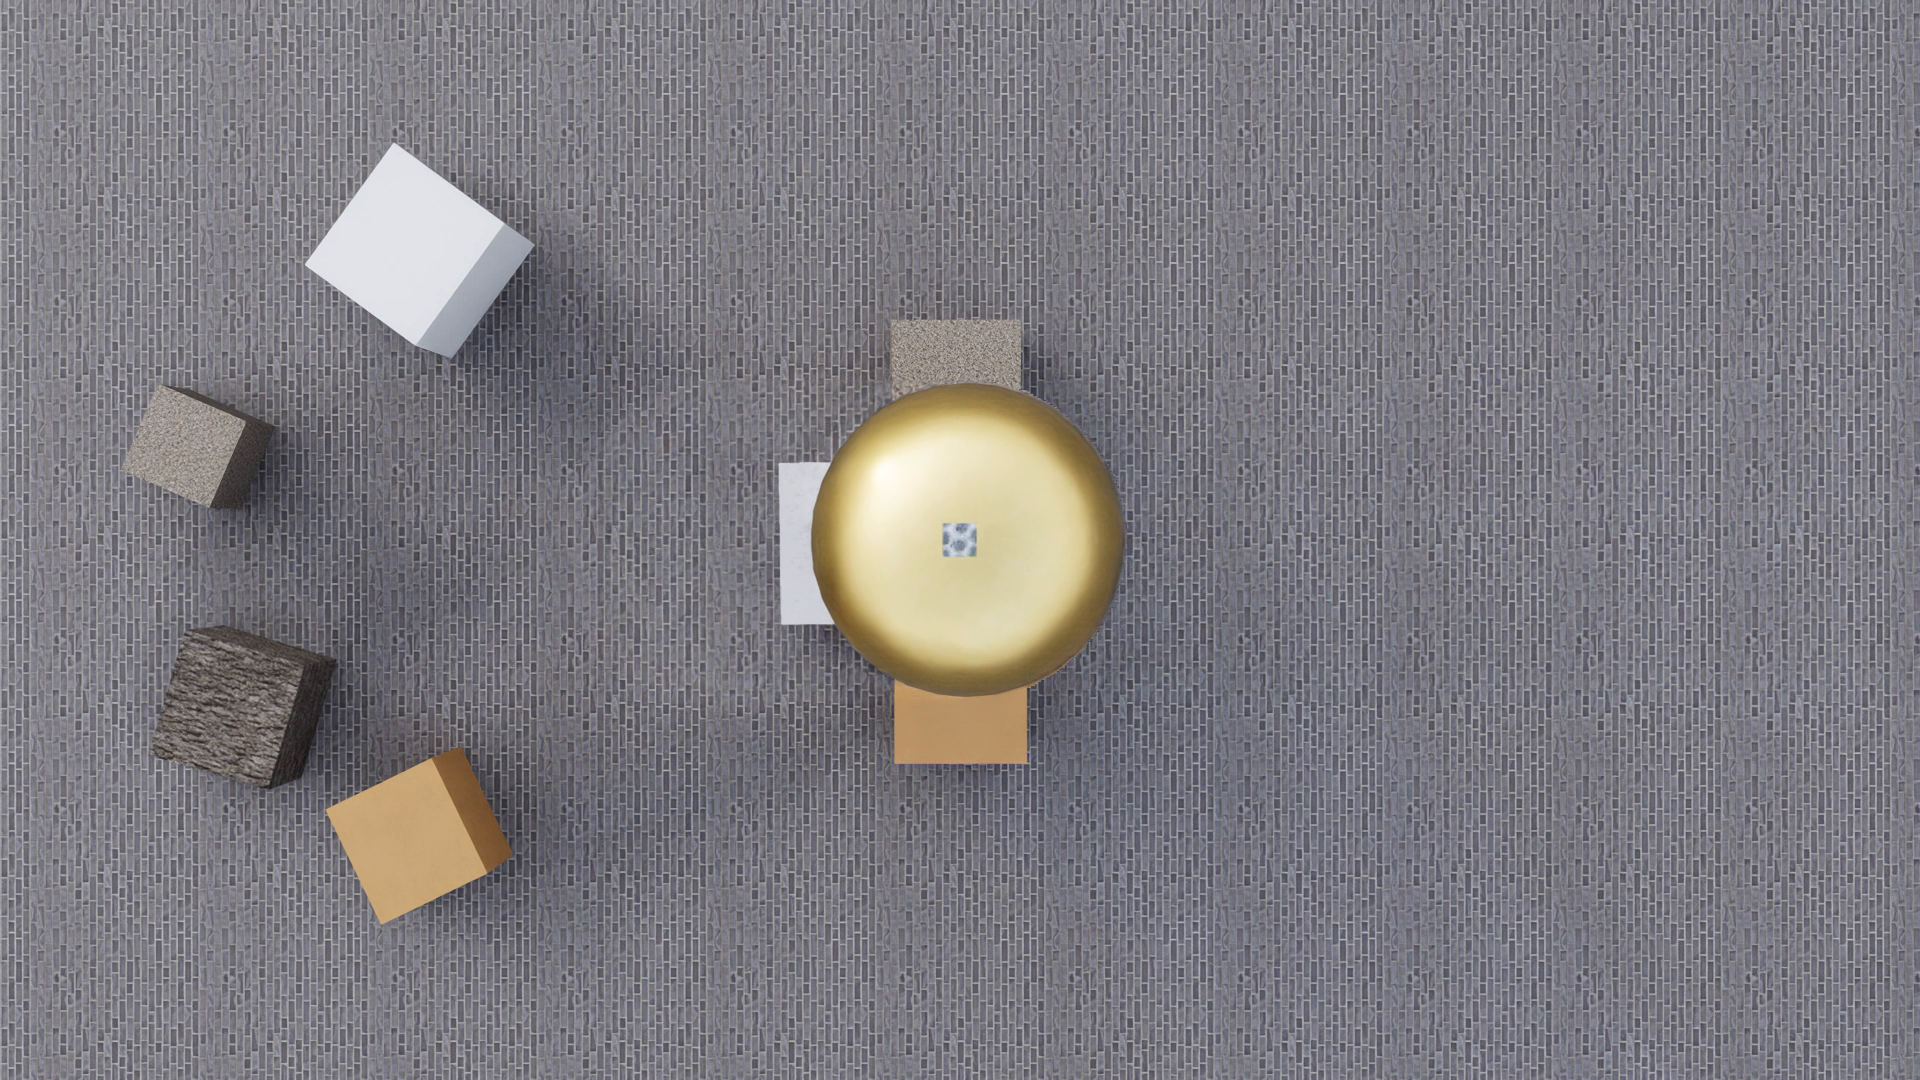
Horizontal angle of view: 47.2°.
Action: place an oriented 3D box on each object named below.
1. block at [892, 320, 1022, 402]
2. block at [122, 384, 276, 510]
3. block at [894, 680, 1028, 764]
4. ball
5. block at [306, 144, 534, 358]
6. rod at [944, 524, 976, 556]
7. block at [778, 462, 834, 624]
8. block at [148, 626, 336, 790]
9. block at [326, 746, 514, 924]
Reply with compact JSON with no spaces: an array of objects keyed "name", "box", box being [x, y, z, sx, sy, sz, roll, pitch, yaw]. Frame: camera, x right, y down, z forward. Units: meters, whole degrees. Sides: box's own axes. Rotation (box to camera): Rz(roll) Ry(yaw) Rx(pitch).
[{"name":"block","box":[-0.020,-0.838,12.679,0.726,0.642,0.800,0,90,0]},{"name":"block","box":[-4.400,-0.534,12.731,0.545,0.538,0.534,23,90,0]},{"name":"block","box":[0.004,0.854,12.581,0.733,0.838,0.766,0,90,0]},{"name":"ball","box":[0.039,0.000,11.178,1.600,1.600,1.600,0,90,0]},{"name":"block","box":[-3.063,-1.632,12.563,0.755,0.874,0.834,36,90,0]},{"name":"rod","box":[0.017,0.000,7.778,0.080,5.200,0.080,0,90,0]},{"name":"block","box":[-0.573,0.014,12.534,0.830,0.932,0.887,-1,90,0]},{"name":"block","box":[-4.124,0.956,12.681,0.701,0.638,0.733,17,90,0]},{"name":"block","box":[-3.091,1.683,12.640,0.659,0.720,0.715,-26,90,0]}]
